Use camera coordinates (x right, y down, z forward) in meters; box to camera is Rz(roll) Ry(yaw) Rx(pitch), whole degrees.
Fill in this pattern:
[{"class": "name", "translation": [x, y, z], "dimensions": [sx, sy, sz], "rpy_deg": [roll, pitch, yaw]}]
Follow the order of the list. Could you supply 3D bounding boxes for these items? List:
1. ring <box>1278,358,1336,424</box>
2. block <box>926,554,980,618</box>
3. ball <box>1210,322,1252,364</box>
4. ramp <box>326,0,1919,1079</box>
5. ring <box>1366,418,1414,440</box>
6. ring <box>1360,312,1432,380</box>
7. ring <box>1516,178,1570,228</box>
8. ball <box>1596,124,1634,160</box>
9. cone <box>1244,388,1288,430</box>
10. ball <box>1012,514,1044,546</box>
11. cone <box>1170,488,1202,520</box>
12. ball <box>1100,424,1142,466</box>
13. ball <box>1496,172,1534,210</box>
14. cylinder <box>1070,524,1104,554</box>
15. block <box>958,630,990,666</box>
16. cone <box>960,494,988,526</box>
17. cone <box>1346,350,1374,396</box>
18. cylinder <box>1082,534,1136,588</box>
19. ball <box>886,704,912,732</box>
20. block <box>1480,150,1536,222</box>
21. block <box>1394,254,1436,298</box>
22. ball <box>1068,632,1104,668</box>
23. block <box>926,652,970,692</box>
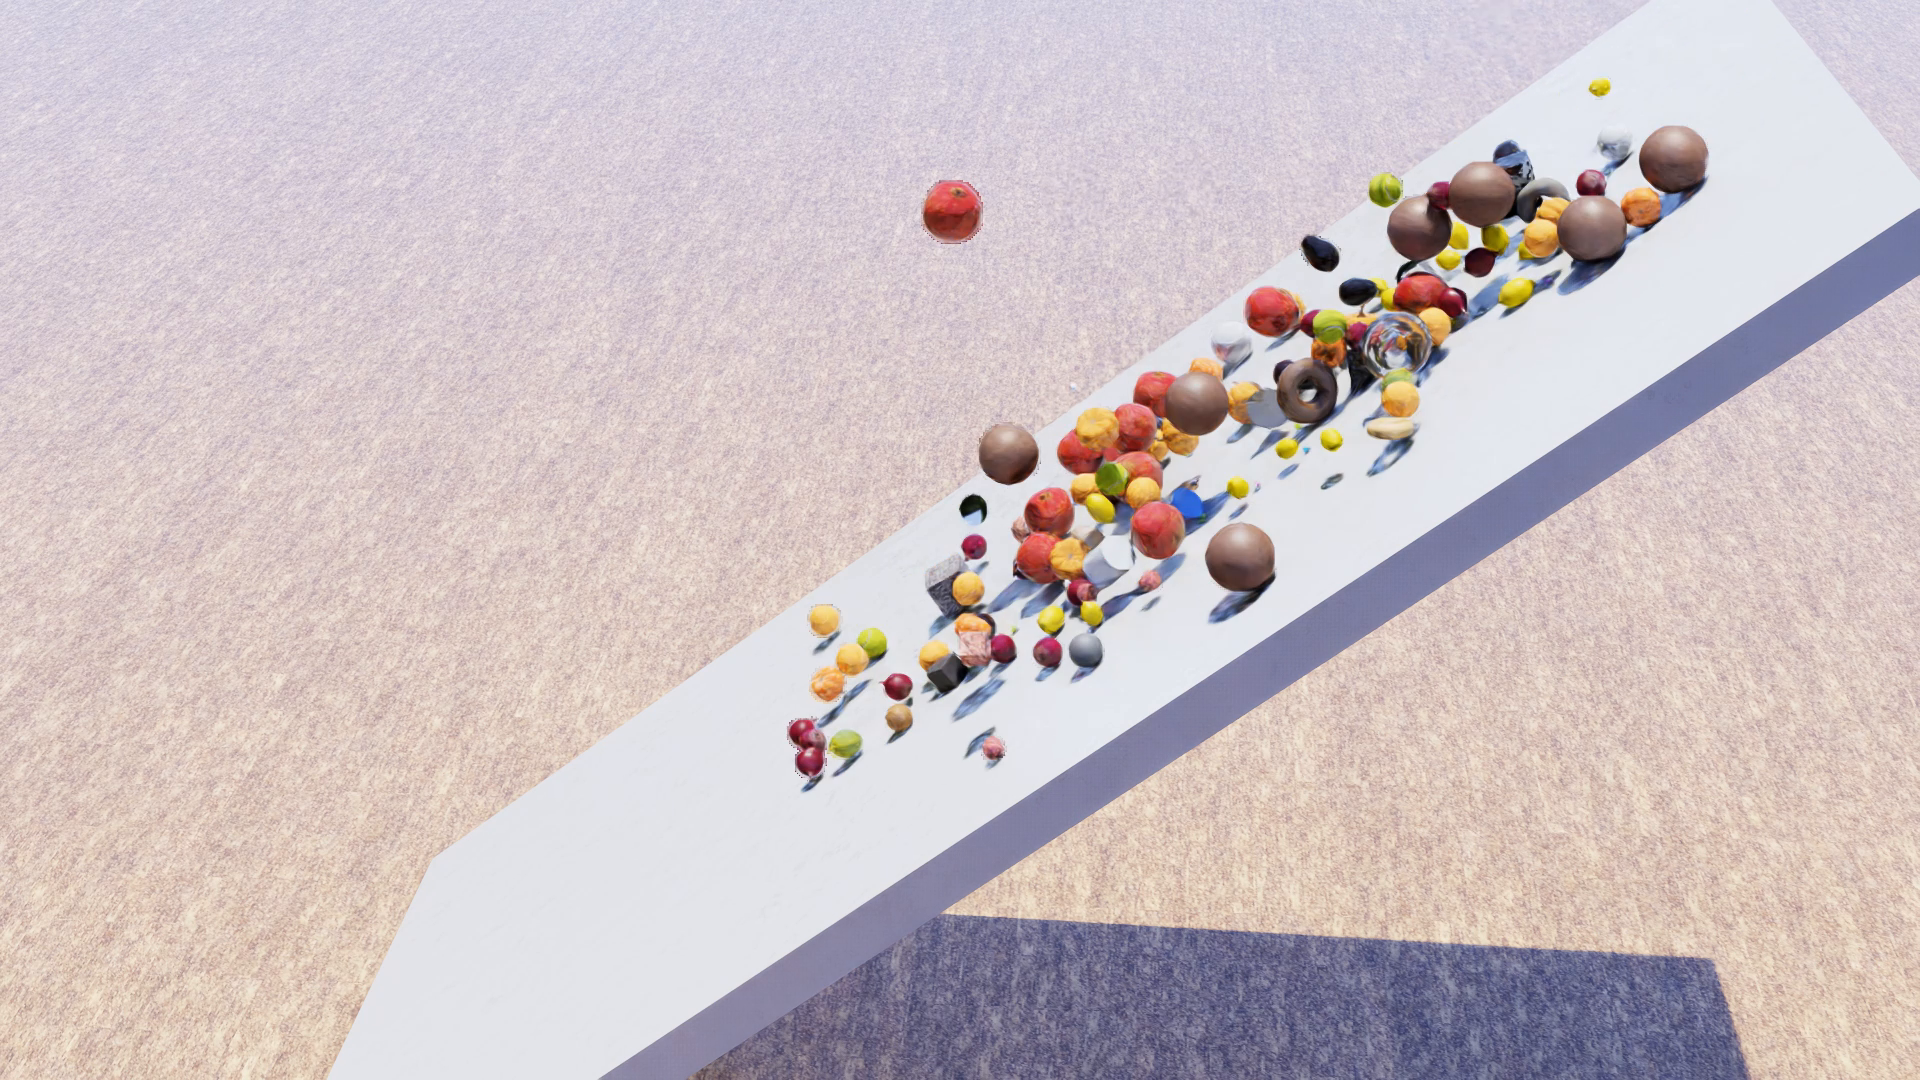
[{"class": "ring", "translation": [0.697, -0.298, 5.903], "dimensions": [0.134, 0.134, 0.045], "rpy_deg": [-13, -2, -28]}, {"class": "block", "translation": [-0.016, 0.101, 6.493], "dimensions": [0.087, 0.087, 0.087], "rpy_deg": [-30, 23, 12]}, {"class": "ball", "translation": [0.607, -0.442, 6.580], "dimensions": [0.095, 0.095, 0.095], "rpy_deg": [0, 23, 0]}, {"class": "ramp", "translation": [0.126, 0.181, 6.329], "dimensions": [4.000, 0.100, 2.000], "rpy_deg": [-35, 16, 17]}, {"class": "ring", "translation": [0.802, -0.208, 5.484], "dimensions": [0.089, 0.030, 0.089], "rpy_deg": [-5, 14, 1]}, {"class": "ring", "translation": [0.844, -0.375, 5.697], "dimensions": [0.144, 0.144, 0.048], "rpy_deg": [-4, 27, -9]}, {"class": "ring", "translation": [1.160, -0.670, 5.851], "dimensions": [0.106, 0.106, 0.035], "rpy_deg": [0, 34, 1]}, {"class": "ball", "translation": [1.329, -0.807, 5.965], "dimensions": [0.075, 0.075, 0.075], "rpy_deg": [0, 23, 0]}, {"class": "cone", "translation": [0.634, -0.287, 6.015], "dimensions": [0.089, 0.089, 0.089], "rpy_deg": [6, 37, 14]}, {"class": "ball", "translation": [0.150, -0.023, 6.523], "dimensions": [0.070, 0.070, 0.070], "rpy_deg": [0, 23, 0]}, {"class": "cone", "translation": [0.445, -0.057, 5.977], "dimensions": [0.071, 0.071, 0.071], "rpy_deg": [15, 54, -22]}, {"class": "ball", "translation": [0.355, -0.209, 6.484], "dimensions": [0.090, 0.090, 0.090], "rpy_deg": [0, 23, 0]}, {"class": "ball", "translation": [1.158, -0.726, 6.120], "dimensions": [0.082, 0.082, 0.082], "rpy_deg": [0, 23, 0]}, {"class": "cylinder", "translation": [0.263, -0.002, 6.076], "dimensions": [0.051, 0.051, 0.051], "rpy_deg": [-15, 25, -31]}, {"class": "block", "translation": [0.028, 0.210, 5.683], "dimensions": [0.050, 0.050, 0.050], "rpy_deg": [-4, 64, 12]}, {"class": "cone", "translation": [0.047, -0.074, 6.967], "dimensions": [0.073, 0.073, 0.073], "rpy_deg": [10, 8, 23]}, {"class": "cone", "translation": [0.804, -0.327, 5.916], "dimensions": [0.084, 0.084, 0.084], "rpy_deg": [21, -3, 1]}, {"class": "cylinder", "translation": [0.296, 0.042, 5.829], "dimensions": [0.078, 0.078, 0.078], "rpy_deg": [14, 57, -23]}, {"class": "ball", "translation": [-0.126, 0.368, 6.100], "dimensions": [0.056, 0.056, 0.056], "rpy_deg": [0, 23, 0]}, {"class": "block", "translation": [1.118, -0.718, 5.959], "dimensions": [0.099, 0.099, 0.099], "rpy_deg": [-18, 18, 12]}, {"class": "block", "translation": [0.954, -0.551, 6.155], "dimensions": [0.056, 0.056, 0.056], "rpy_deg": [-29, 19, 34]}, {"class": "ball", "translation": [0.242, 0.212, 5.663], "dimensions": [0.068, 0.068, 0.068], "rpy_deg": [0, 23, 0]}, {"class": "block", "translation": [-0.026, 0.276, 6.129], "dimensions": [0.054, 0.054, 0.054], "rpy_deg": [-20, 25, 50]}]
